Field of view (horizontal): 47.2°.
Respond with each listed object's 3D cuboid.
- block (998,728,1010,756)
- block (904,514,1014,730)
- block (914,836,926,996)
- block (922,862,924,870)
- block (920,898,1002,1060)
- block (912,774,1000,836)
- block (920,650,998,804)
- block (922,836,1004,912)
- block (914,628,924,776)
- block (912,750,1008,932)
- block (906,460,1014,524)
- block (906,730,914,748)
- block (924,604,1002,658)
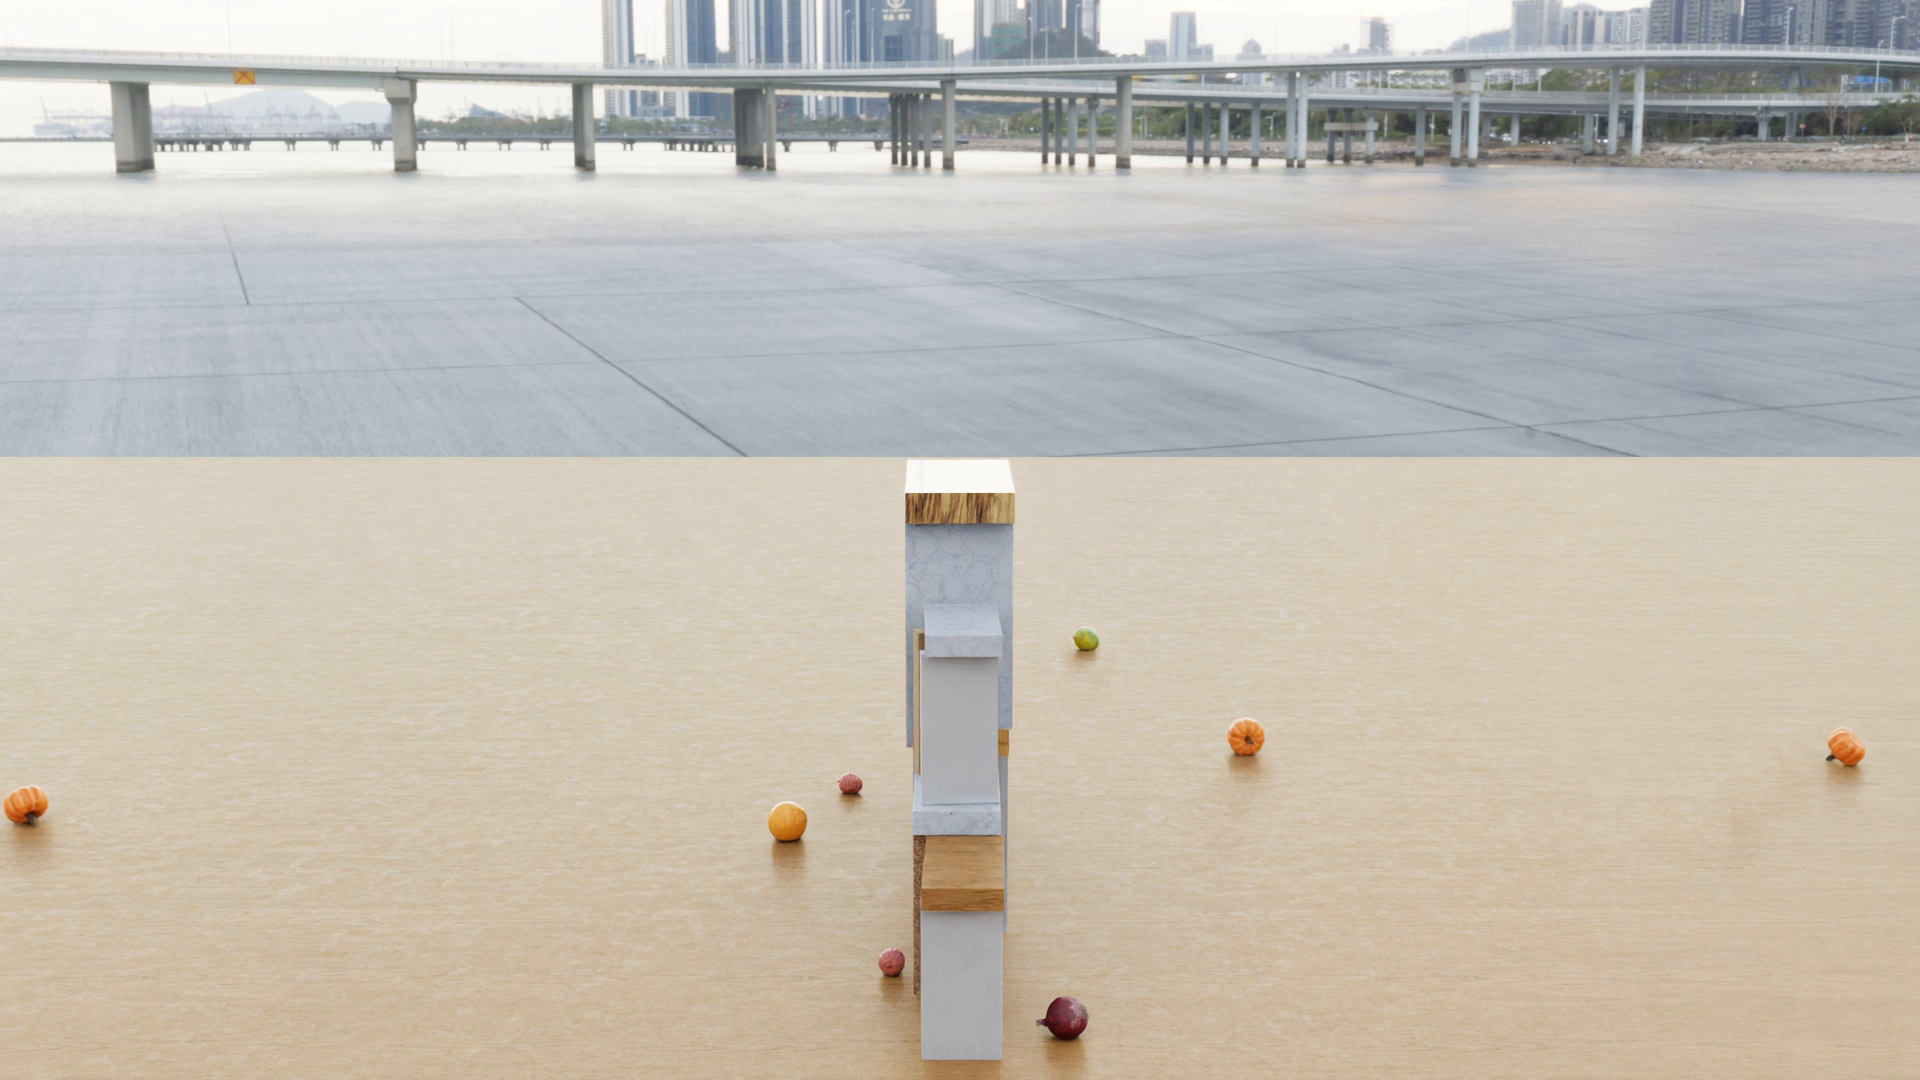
[{"bbox_3d":[0.002,0.288,3.555,0.148,0.042,0.297,0,11,0],"label":"block"},{"bbox_3d":[-0.002,0.127,3.401,0.165,0.330,0.047,0,11,-2],"label":"block"},{"bbox_3d":[-0.005,0.542,3.231,0.127,0.254,0.036,0,11,0],"label":"block"},{"bbox_3d":[0.002,0.573,3.152,0.111,0.222,0.031,0,10,0],"label":"block"},{"bbox_3d":[0.002,0.600,3.006,0.111,0.222,0.031,0,11,0],"label":"block"},{"bbox_3d":[-0.005,0.384,3.288,0.127,0.036,0.254,0,11,0],"label":"block"},{"bbox_3d":[-0.001,0.271,3.191,0.111,0.221,0.031,-1,7,-5],"label":"block"},{"bbox_3d":[0.006,0.462,3.055,0.111,0.031,0.222,0,10,1],"label":"block"},{"bbox_3d":[-0.013,0.243,3.344,0.111,0.221,0.031,-3,11,-15],"label":"block"},{"bbox_3d":[0.001,0.472,3.489,0.148,0.297,0.042,0,11,0],"label":"block"},{"bbox_3d":[-0.002,-0.079,3.474,0.165,0.047,0.330,0,11,-1],"label":"block"},{"bbox_3d":[-0.004,0.177,3.753,0.176,0.353,0.050,0,11,0],"label":"block"},{"bbox_3d":[0.003,0.132,3.245,0.111,0.031,0.221,0,10,-1],"label":"block"}]
